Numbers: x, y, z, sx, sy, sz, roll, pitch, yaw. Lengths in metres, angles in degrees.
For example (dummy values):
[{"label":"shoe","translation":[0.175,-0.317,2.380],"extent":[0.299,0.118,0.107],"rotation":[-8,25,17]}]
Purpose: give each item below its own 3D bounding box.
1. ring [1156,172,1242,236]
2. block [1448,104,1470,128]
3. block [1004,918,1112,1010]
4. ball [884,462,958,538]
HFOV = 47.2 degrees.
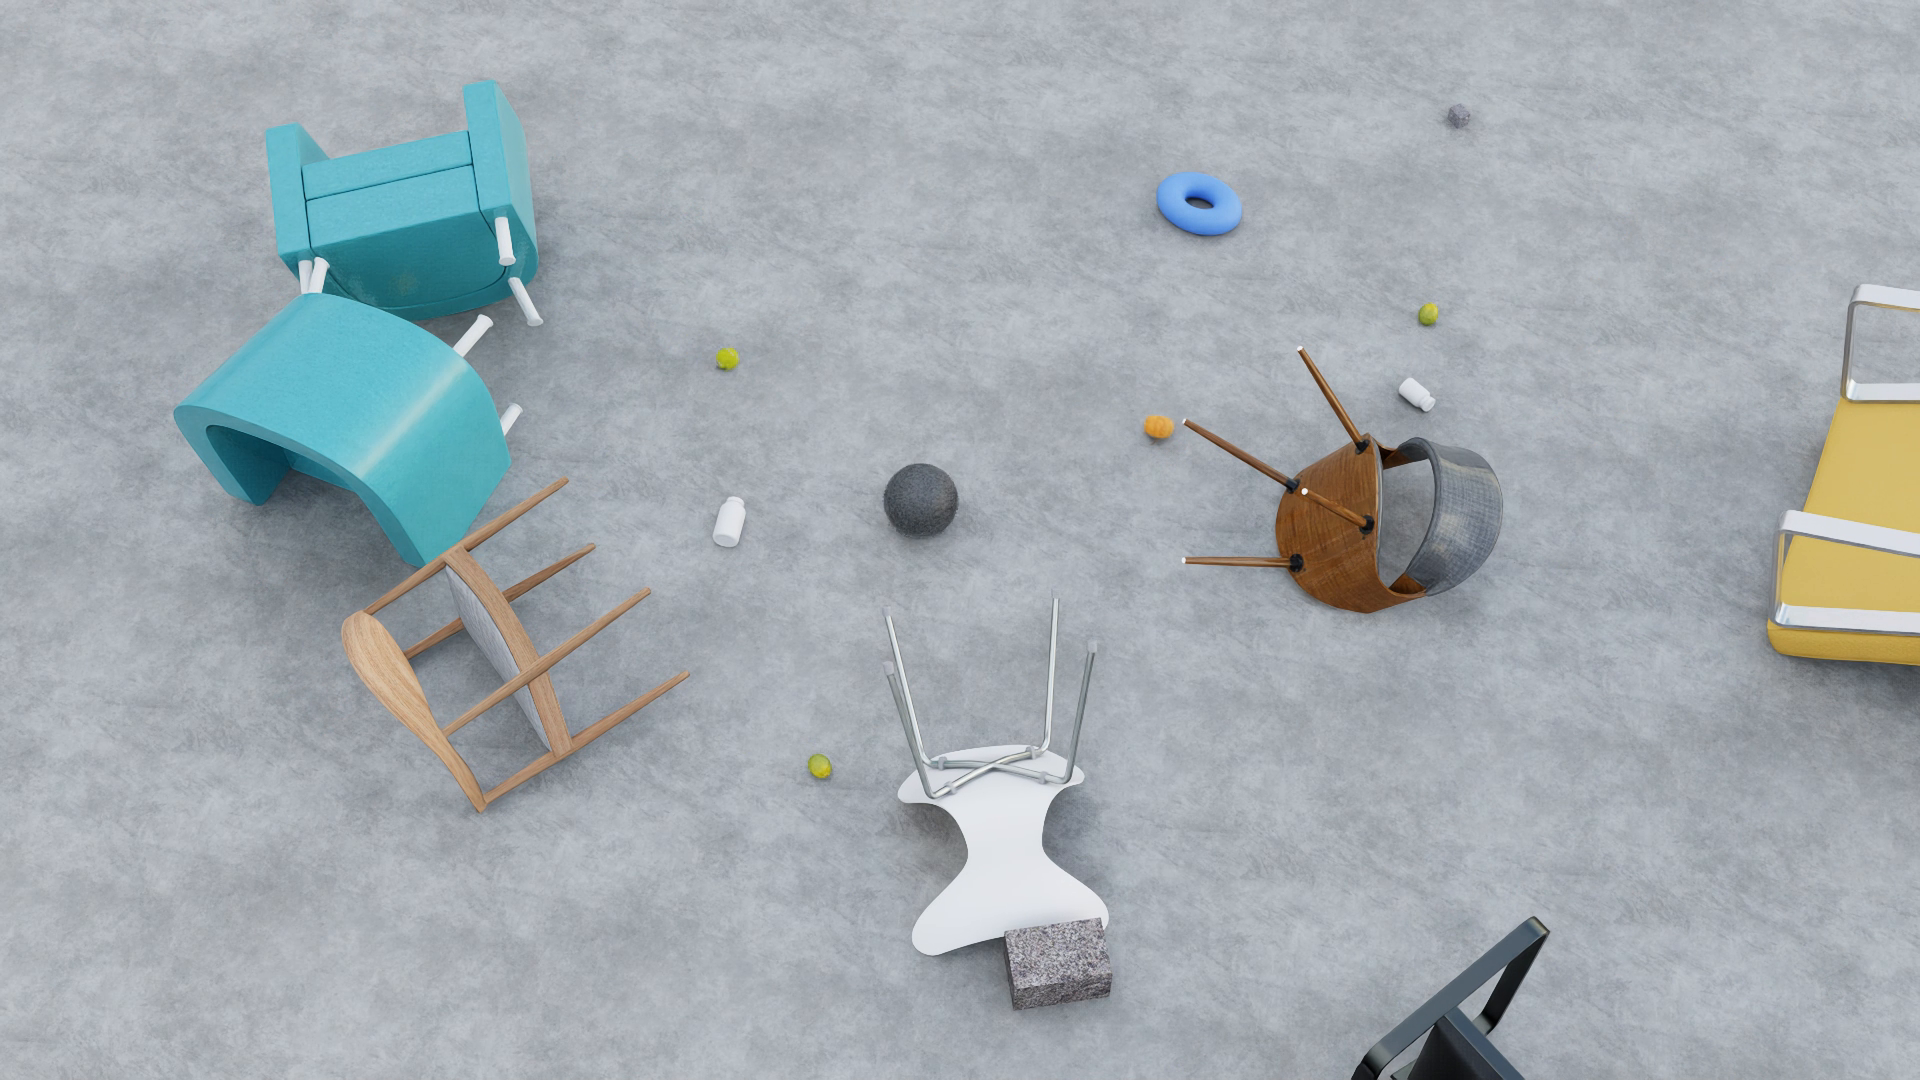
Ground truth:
[{"label":"ring","translation":[0.790,-1.112,7.268],"extent":[0.297,0.090,0.225],"rotation":[26,61,16]},{"label":"block","translation":[1.705,-1.449,7.515],"extent":[0.043,0.052,0.059],"rotation":[-24,59,-15]},{"label":"block","translation":[0.254,1.107,5.743],"extent":[0.255,0.146,0.162],"rotation":[-7,56,-5]},{"label":"ball","translation":[-0.116,-0.117,6.518],"extent":[0.223,0.223,0.223],"rotation":[0,56,0]}]
